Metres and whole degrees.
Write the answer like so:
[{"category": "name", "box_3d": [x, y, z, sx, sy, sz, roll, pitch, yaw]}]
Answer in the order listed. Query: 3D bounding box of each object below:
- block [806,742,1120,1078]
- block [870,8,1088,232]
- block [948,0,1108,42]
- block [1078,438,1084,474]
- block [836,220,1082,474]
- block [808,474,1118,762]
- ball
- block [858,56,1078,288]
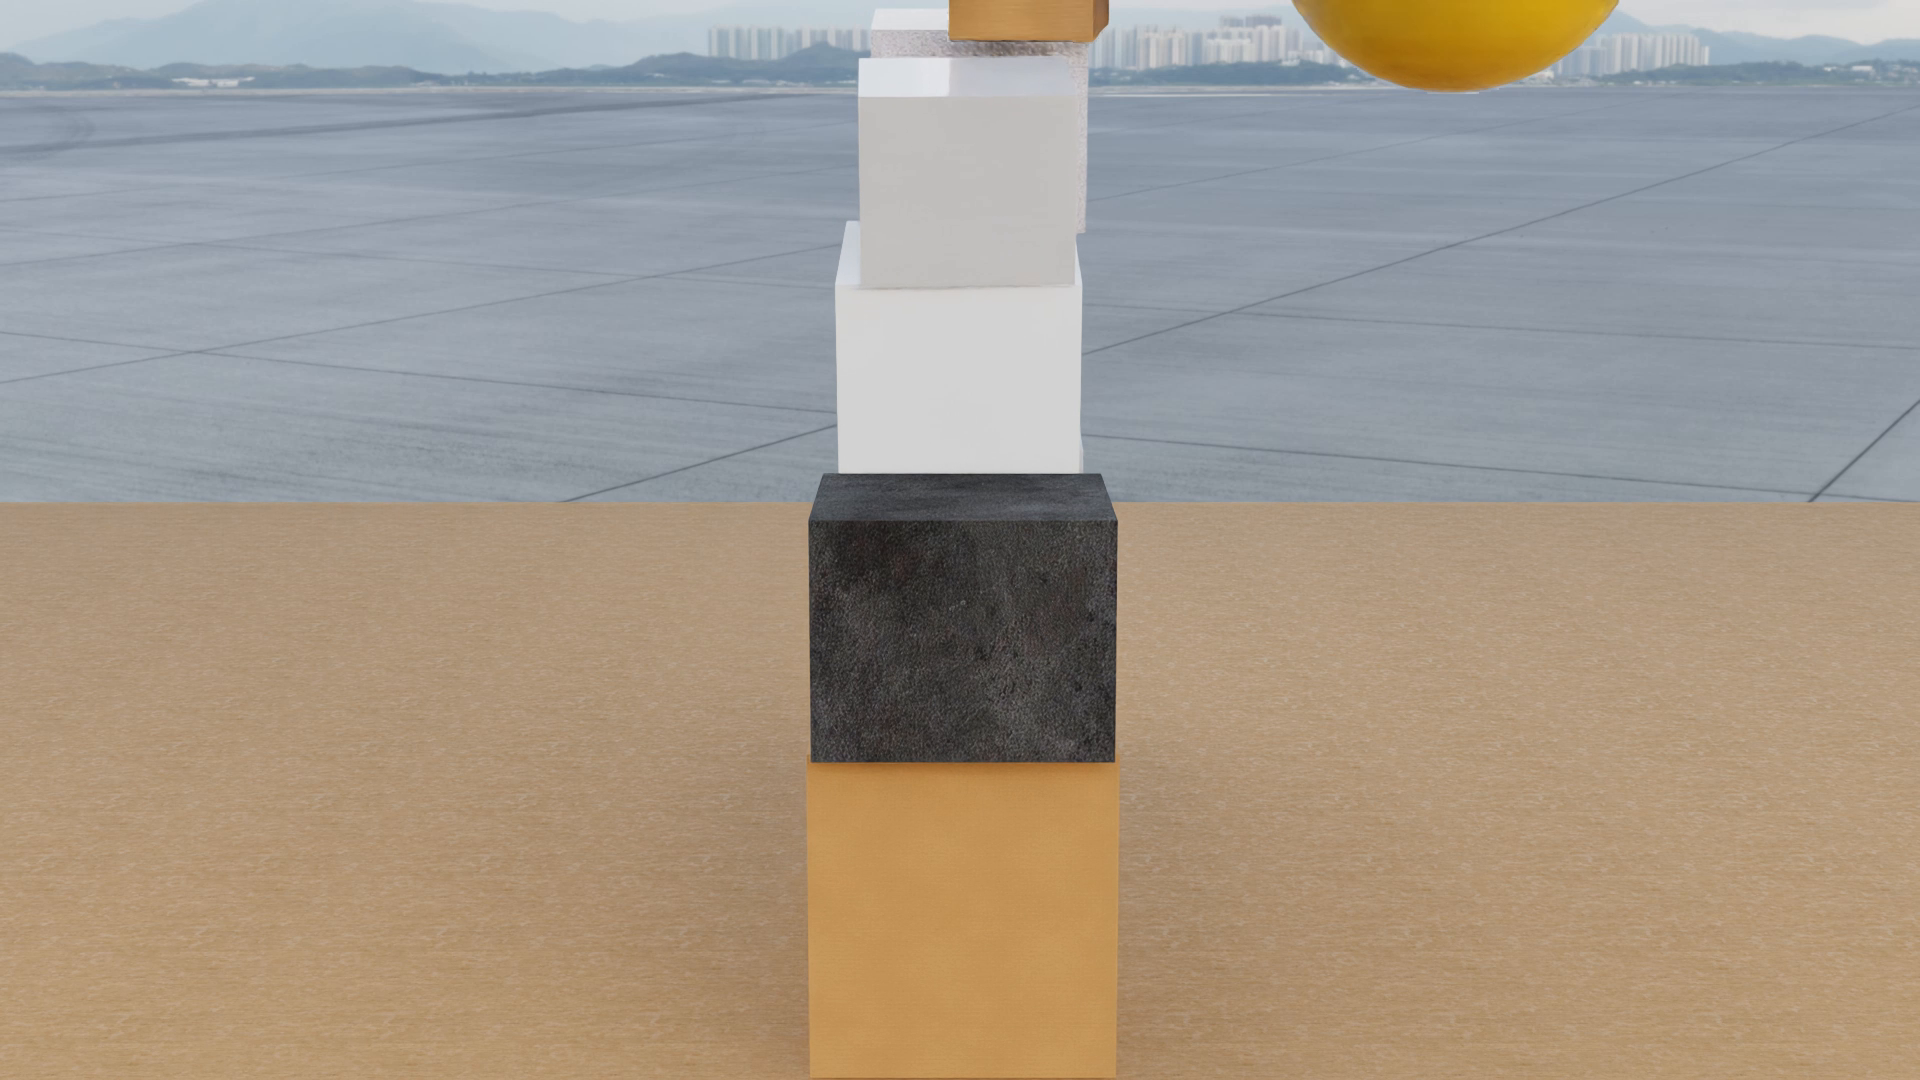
[{"category": "block", "box_3d": [0.010, 1.236, 9.452, 1.084, 1.182, 0.961, 0, 11, 0]}, {"category": "block", "box_3d": [0.075, -1.794, 10.891, 0.880, 0.825, 0.918, 0, 17, -1]}, {"category": "block", "box_3d": [0.280, -2.318, 10.222, 0.572, 0.574, 0.559, 3, 19, 9]}, {"category": "block", "box_3d": [0.025, -0.019, 11.163, 0.964, 1.029, 0.990, 0, 17, 0]}, {"category": "block", "box_3d": [-0.003, -0.677, 10.047, 0.909, 0.933, 0.947, 0, 21, 0]}, {"category": "block", "box_3d": [0.009, 0.256, 9.195, 1.041, 0.841, 1.014, 0, 11, 0]}, {"category": "ball", "box_3d": [2.074, -2.674, 10.694, 1.600, 1.600, 1.600, 0, 10, 0]}, {"category": "block", "box_3d": [0.018, -1.390, 9.626, 0.787, 0.702, 0.737, -1, 21, -2]}]
